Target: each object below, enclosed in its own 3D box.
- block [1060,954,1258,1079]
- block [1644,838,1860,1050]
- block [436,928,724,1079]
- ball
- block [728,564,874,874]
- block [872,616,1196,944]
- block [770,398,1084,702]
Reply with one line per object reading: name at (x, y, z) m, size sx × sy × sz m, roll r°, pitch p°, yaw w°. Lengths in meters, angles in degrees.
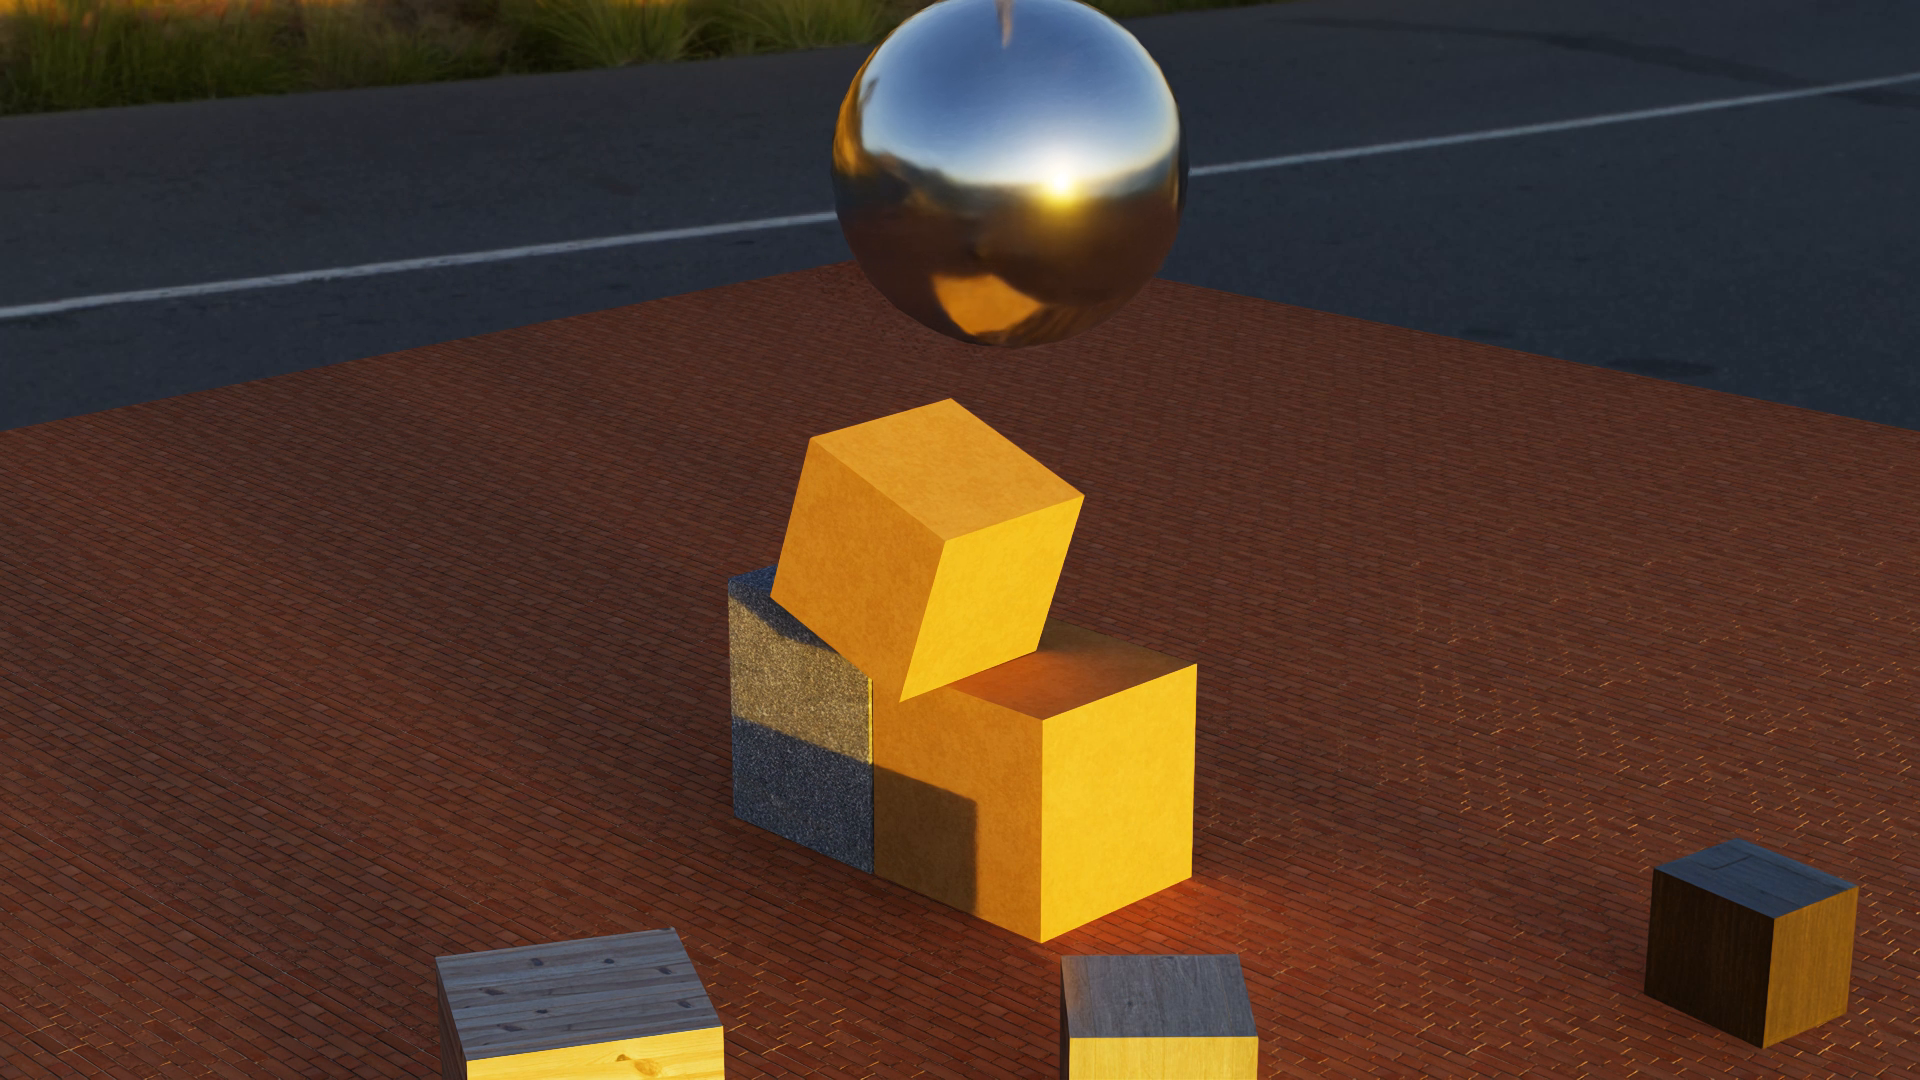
block at (0.734, 1.984, 11.034) m, size 0.683 × 0.599 × 0.689 m, roll 0°, pitch 17°, yaw -1°
block at (3.264, 1.656, 12.116) m, size 0.534 × 0.575 × 0.618 m, roll -13°, pitch 21°, yaw -35°
block at (-1.359, 2.010, 10.497) m, size 0.880 × 0.871 × 0.839 m, roll -5°, pitch 18°, yaw -16°
ball at (0.222, -1.656, 13.053) m, size 1.600 × 1.600 × 1.600 m, roll 0°, pitch 17°, yaw 0°
block at (-0.390, 0.749, 13.951) m, size 1.015 × 1.205 × 0.964 m, roll -17°, pitch 24°, yaw -42°
block at (0.334, 1.043, 13.296) m, size 1.001 × 1.037 × 1.053 m, roll -17°, pitch 24°, yaw -42°
block at (-0.152, 0.030, 12.972) m, size 0.877 × 0.844 × 0.860 m, roll -18°, pitch 45°, yaw -43°
